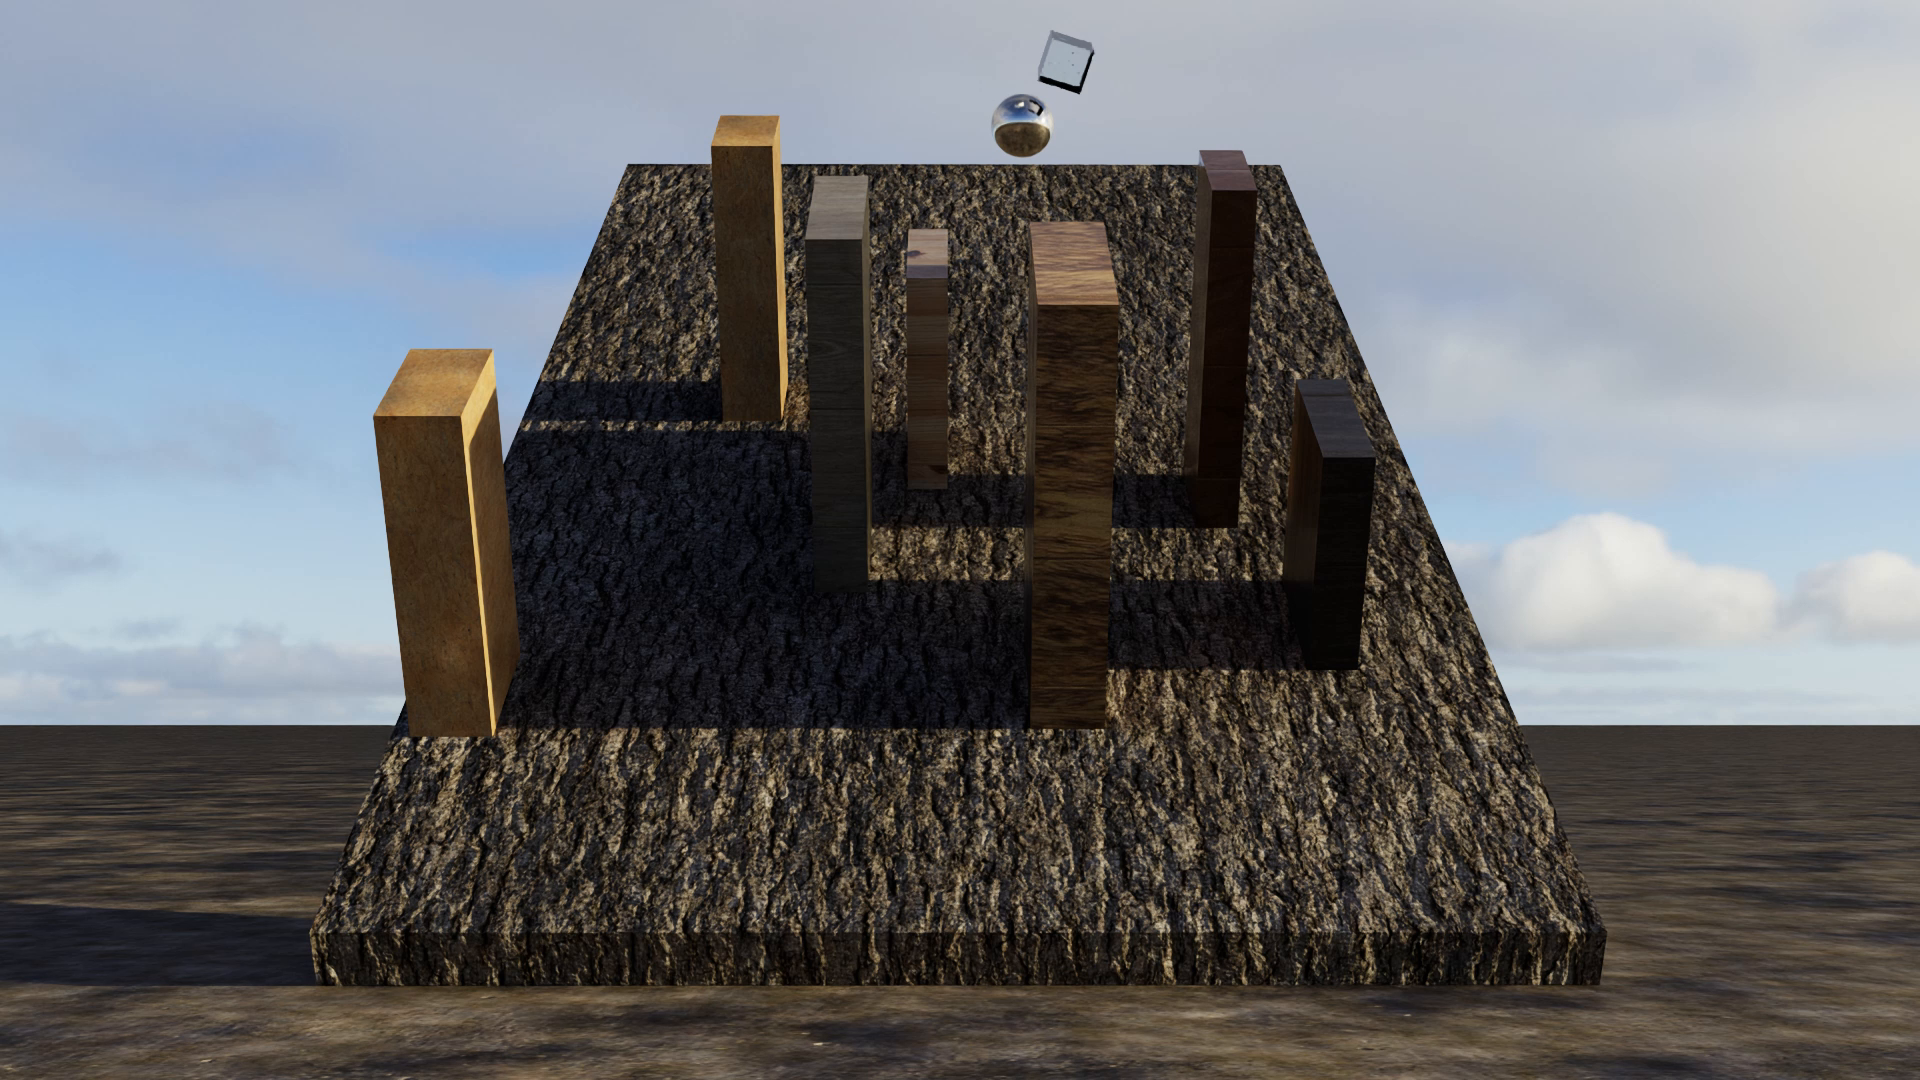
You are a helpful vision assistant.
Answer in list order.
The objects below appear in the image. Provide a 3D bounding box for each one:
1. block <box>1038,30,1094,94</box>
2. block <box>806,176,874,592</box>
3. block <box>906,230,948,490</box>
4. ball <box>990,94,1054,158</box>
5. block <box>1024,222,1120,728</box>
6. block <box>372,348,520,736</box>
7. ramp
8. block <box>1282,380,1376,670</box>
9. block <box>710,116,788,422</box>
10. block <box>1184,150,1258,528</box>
[{"bbox_3d":[0.316,-1.432,7.065,0.130,0.130,0.130,16,23,-7],"label":"block"},{"bbox_3d":[-0.234,-0.310,4.669,0.105,0.731,0.388,0,26,0],"label":"block"},{"bbox_3d":[-0.070,-0.396,5.129,0.085,0.482,0.315,0,26,0],"label":"block"},{"bbox_3d":[0.191,-1.262,7.177,0.193,0.193,0.193,0,-4,0],"label":"ball"},{"bbox_3d":[0.191,-0.117,4.198,0.132,0.800,0.423,0,26,0],"label":"block"},{"bbox_3d":[-0.896,0.005,4.155,0.145,0.614,0.303,0,26,0],"label":"block"},{"bbox_3d":[-0.010,-0.229,5.450,2.000,0.100,4.000,0,26,0],"label":"ramp"},{"bbox_3d":[0.691,-0.033,4.447,0.094,0.433,0.366,0,26,0],"label":"block"},{"bbox_3d":[-0.477,-0.619,5.390,0.134,0.652,0.241,0,26,0],"label":"block"},{"bbox_3d":[0.536,-0.413,4.884,0.089,0.732,0.269,0,26,0],"label":"block"}]
